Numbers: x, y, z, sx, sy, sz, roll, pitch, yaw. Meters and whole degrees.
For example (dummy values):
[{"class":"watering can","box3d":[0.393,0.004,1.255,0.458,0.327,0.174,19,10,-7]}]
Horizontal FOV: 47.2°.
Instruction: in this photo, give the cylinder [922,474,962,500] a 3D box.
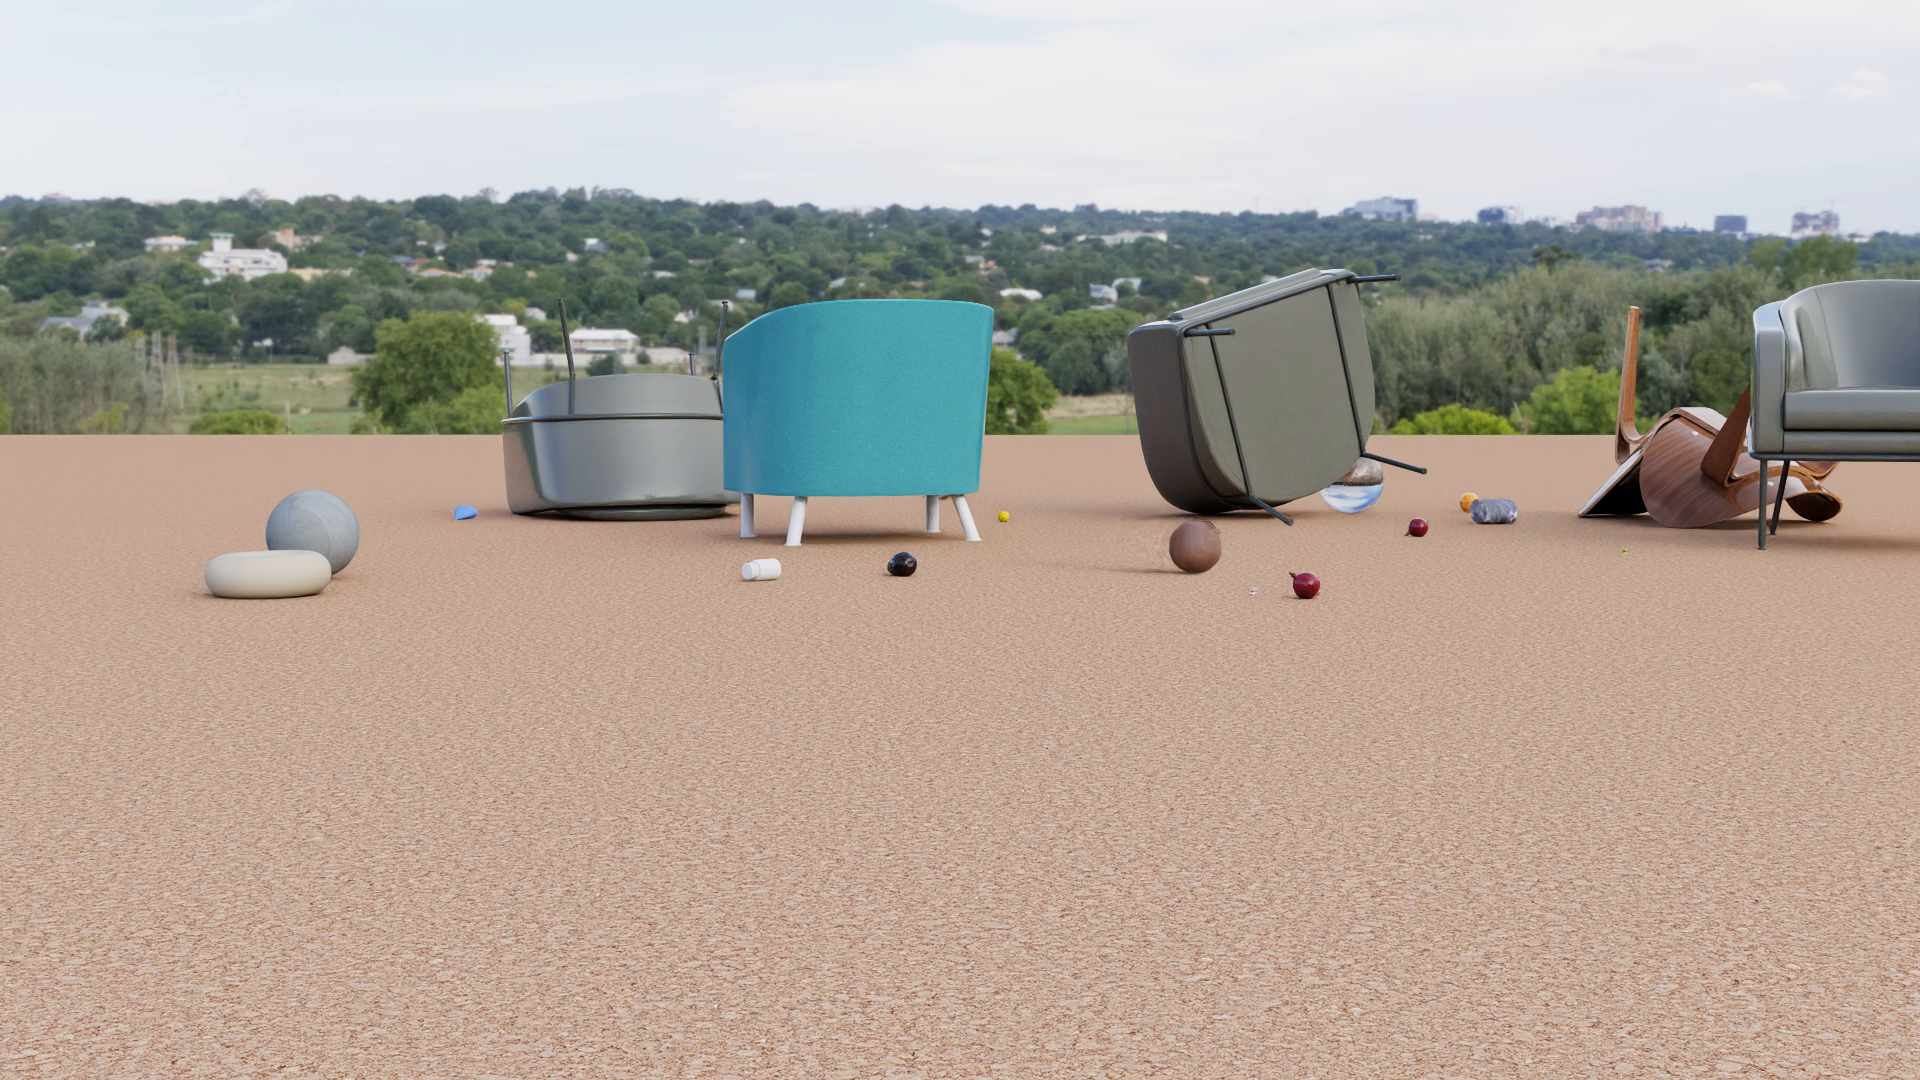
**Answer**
[{"class":"cylinder","box3d":[-0.073,-0.213,8.898,0.146,0.086,0.081,-29,-9,25]}]

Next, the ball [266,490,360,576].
[{"class":"ball","box3d":[-1.524,-0.013,5.179,0.213,0.213,0.213,0,4,0]}]

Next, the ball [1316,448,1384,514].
[{"class":"ball","box3d":[1.406,-0.215,7.925,0.239,0.239,0.239,0,4,0]}]

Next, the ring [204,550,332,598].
[{"class":"ring","box3d":[-1.509,0.075,4.801,0.264,0.092,0.272,-4,5,-32]}]

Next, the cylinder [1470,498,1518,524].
[{"class":"cylinder","box3d":[1.779,-0.095,7.332,0.111,0.080,0.121,-1,12,-14]}]

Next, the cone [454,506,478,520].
[{"class":"cone","box3d":[-1.721,-0.083,7.578,0.085,0.049,0.086,3,20,13]}]
